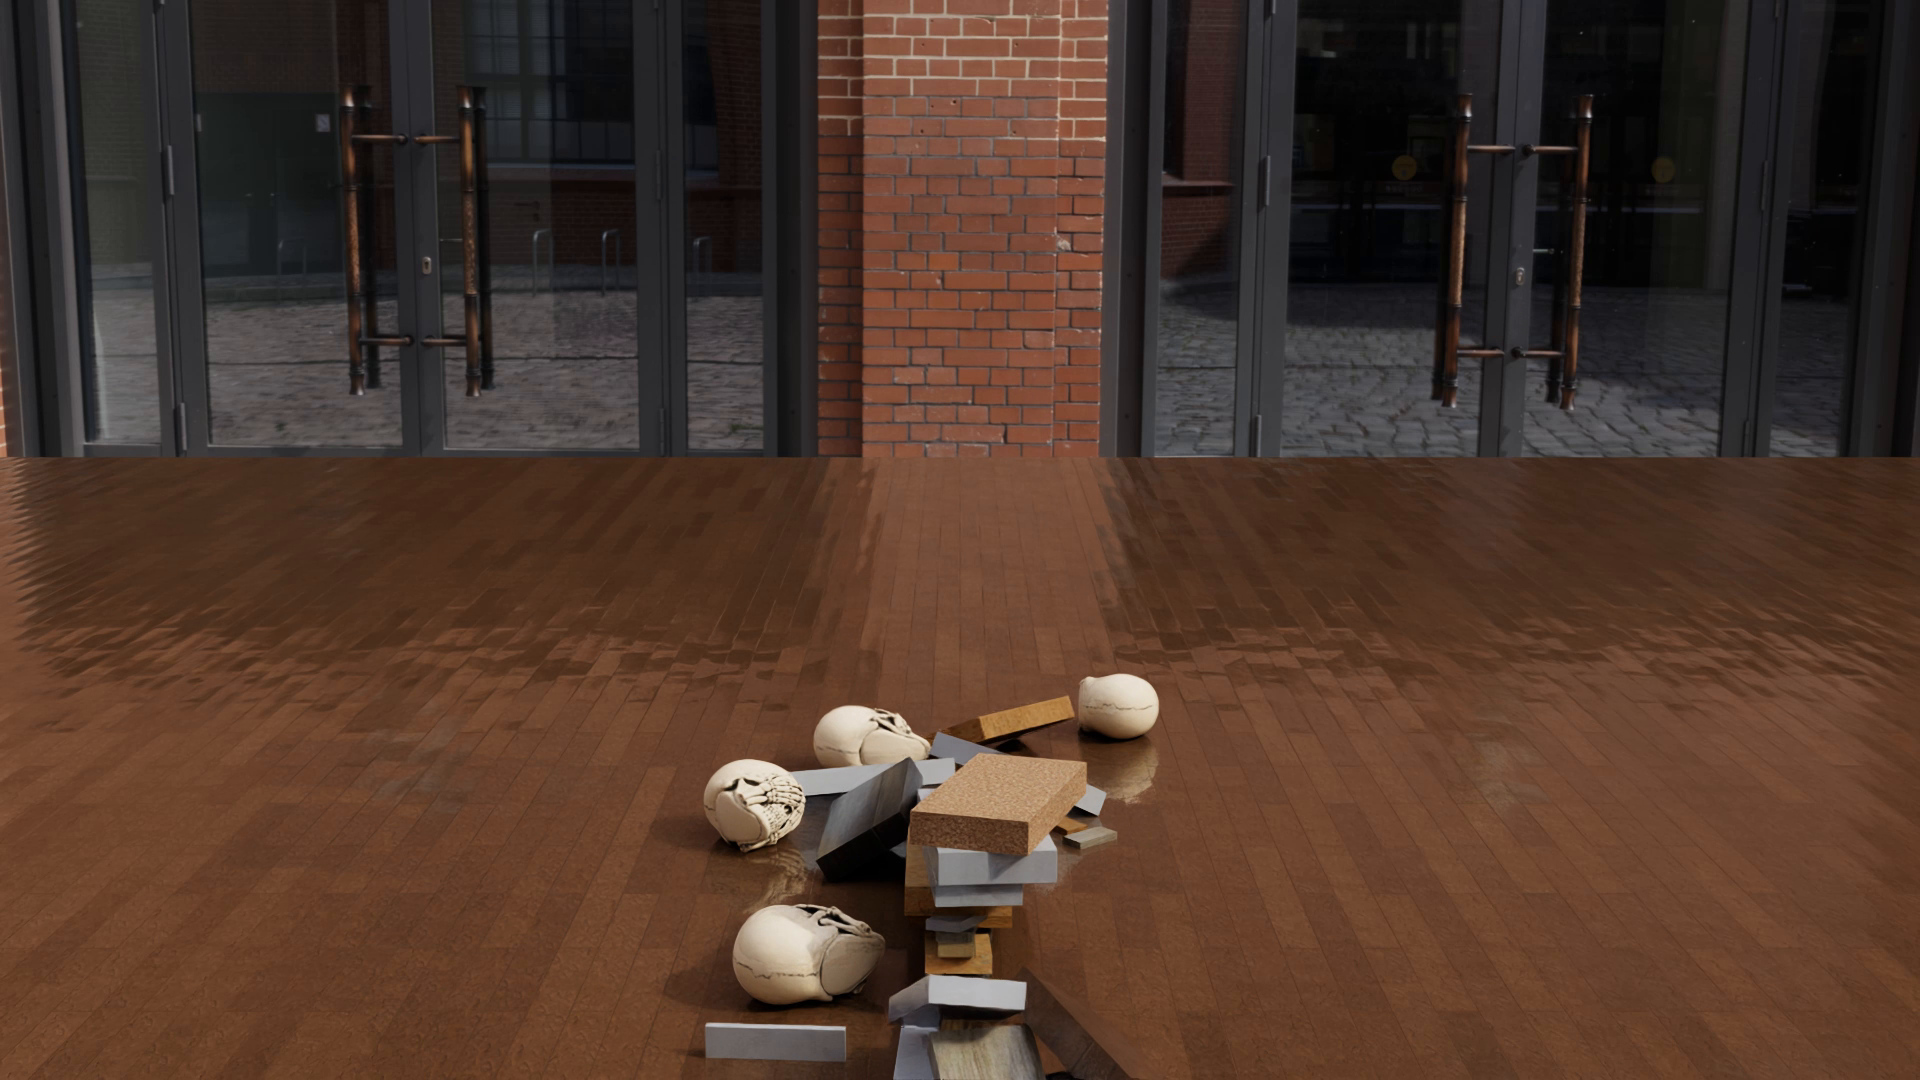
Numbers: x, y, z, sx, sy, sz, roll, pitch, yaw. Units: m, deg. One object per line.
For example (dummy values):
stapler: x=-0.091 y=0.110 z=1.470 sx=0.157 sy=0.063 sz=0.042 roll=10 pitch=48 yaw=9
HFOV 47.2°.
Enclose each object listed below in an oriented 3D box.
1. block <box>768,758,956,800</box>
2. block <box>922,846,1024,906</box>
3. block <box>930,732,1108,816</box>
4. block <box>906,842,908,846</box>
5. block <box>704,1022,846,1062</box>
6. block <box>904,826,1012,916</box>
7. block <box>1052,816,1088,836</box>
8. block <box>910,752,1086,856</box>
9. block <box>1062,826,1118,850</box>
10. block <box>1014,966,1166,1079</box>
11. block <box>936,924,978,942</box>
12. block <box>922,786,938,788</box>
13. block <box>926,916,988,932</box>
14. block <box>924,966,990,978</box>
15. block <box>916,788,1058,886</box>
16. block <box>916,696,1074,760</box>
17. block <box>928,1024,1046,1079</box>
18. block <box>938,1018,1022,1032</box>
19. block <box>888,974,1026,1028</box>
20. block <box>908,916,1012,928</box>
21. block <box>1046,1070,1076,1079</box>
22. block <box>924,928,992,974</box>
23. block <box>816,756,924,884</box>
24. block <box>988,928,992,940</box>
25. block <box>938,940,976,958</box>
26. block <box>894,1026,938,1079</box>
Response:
block: x=-0.185 y=0.452 z=4.154 sx=0.322 sy=0.046 sz=0.161 roll=-3 pitch=-8 yaw=-17
block: x=0.016 y=0.478 z=3.209 sx=0.123 sy=0.035 sz=0.247 roll=0 pitch=9 yaw=-5
block: x=0.107 y=0.440 z=4.156 sx=0.161 sy=0.046 sz=0.322 roll=28 pitch=-11 yaw=-40
block: x=-0.011 y=0.528 z=3.626 sx=0.154 sy=0.044 sz=0.309 roll=0 pitch=-3 yaw=-1
block: x=-0.253 y=0.688 z=3.014 sx=0.192 sy=0.046 sz=0.013 roll=1 pitch=11 yaw=4
block: x=-0.004 y=0.499 z=3.332 sx=0.154 sy=0.044 sz=0.309 roll=1 pitch=9 yaw=-1
block: x=0.187 y=0.520 z=4.012 sx=0.046 sy=0.013 sz=0.092 roll=-7 pitch=13 yaw=-33
block: x=0.062 y=0.385 z=3.233 sx=0.172 sy=0.049 sz=0.345 roll=3 pitch=9 yaw=17
block: x=0.233 y=0.533 z=3.939 sx=0.092 sy=0.013 sz=0.046 roll=-9 pitch=14 yaw=-40
block: x=0.187 y=0.653 z=2.728 sx=0.172 sy=0.049 sz=0.345 roll=38 pitch=-3 yaw=-22
block: x=-0.004 y=0.566 z=3.201 sx=0.054 sy=0.015 sz=0.107 roll=1 pitch=2 yaw=5
block: x=0.030 y=0.453 z=3.781 sx=0.167 sy=0.047 sz=0.687 roll=-1 pitch=-5 yaw=-5
block: x=-0.004 y=0.551 z=3.196 sx=0.054 sy=0.015 sz=0.107 roll=1 pitch=2 yaw=22
block: x=-0.003 y=0.627 z=3.278 sx=0.095 sy=0.027 sz=0.191 roll=0 pitch=2 yaw=1
block: x=0.035 y=0.432 z=3.237 sx=0.167 sy=0.047 sz=0.335 roll=0 pitch=9 yaw=-6
block: x=0.076 y=0.379 z=4.440 sx=0.161 sy=0.046 sz=0.322 roll=-23 pitch=-9 yaw=35
block: x=0.048 y=0.703 z=2.680 sx=0.131 sy=0.037 sz=0.261 roll=-2 pitch=34 yaw=-12
block: x=0.028 y=0.696 z=2.752 sx=0.112 sy=0.032 sz=0.225 roll=4 pitch=33 yaw=-3
block: x=-0.007 y=0.597 z=2.829 sx=0.123 sy=0.035 sz=0.247 roll=7 pitch=-20 yaw=-12
block: x=0.001 y=0.562 z=3.425 sx=0.154 sy=0.044 sz=0.309 roll=0 pitch=-3 yaw=0
block: x=0.195 y=0.735 z=2.791 sx=0.123 sy=0.035 sz=0.247 roll=-6 pitch=12 yaw=-30
block: x=-0.004 y=0.602 z=3.226 sx=0.095 sy=0.027 sz=0.191 roll=0 pitch=2 yaw=-1
block: x=-0.155 y=0.488 z=3.868 sx=0.167 sy=0.047 sz=0.335 roll=-31 pitch=8 yaw=7
block: x=0.002 y=0.598 z=3.433 sx=0.095 sy=0.027 sz=0.191 roll=0 pitch=-3 yaw=2
block: x=-0.005 y=0.582 z=3.172 sx=0.054 sy=0.015 sz=0.107 roll=0 pitch=2 yaw=-1
block: x=-0.025 y=0.683 z=2.907 sx=0.112 sy=0.032 sz=0.225 roll=0 pitch=11 yaw=2
